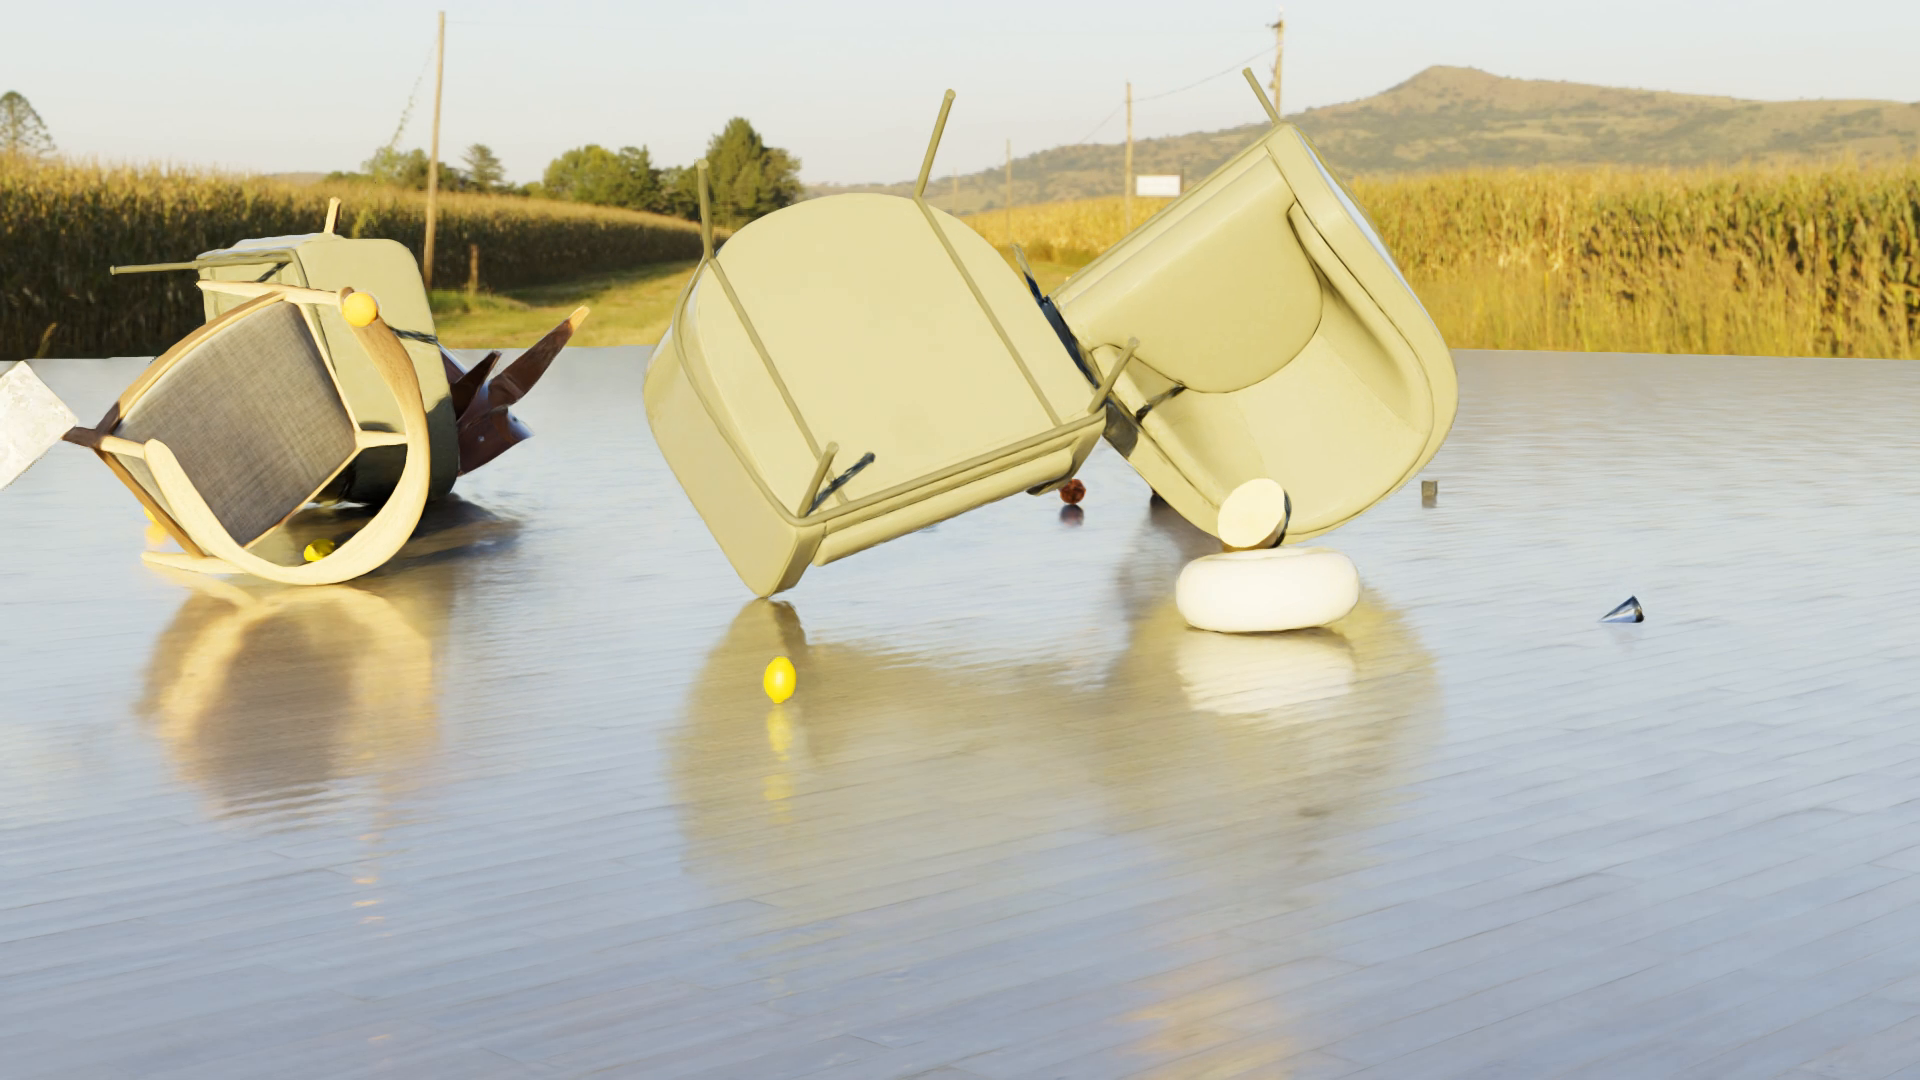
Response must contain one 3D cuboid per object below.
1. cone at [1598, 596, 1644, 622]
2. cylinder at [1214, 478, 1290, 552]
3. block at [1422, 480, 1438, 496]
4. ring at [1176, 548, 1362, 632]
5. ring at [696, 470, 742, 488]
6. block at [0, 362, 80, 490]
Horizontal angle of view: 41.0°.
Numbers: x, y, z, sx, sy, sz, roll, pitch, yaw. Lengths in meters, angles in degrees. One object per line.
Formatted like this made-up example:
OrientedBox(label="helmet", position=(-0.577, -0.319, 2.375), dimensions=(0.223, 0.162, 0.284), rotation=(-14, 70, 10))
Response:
OrientedBox(label="cone", position=(1.251, 0.144, 4.888), dimensions=(0.085, 0.054, 0.053), rotation=(-18, 15, -1))
OrientedBox(label="cylinder", position=(0.671, -0.047, 5.893), dimensions=(0.128, 0.180, 0.148), rotation=(46, -2, 22))
OrientedBox(label="block", position=(1.412, -0.157, 7.715), dimensions=(0.037, 0.044, 0.035), rotation=(3, 7, 30))
OrientedBox(label="ring", position=(0.579, 0.092, 4.824), dimensions=(0.348, 0.135, 0.345), rotation=(-4, 3, 10))
OrientedBox(label="ring", position=(-0.753, -0.189, 8.027), dimensions=(0.145, 0.046, 0.083), rotation=(-2, 11, 3))
OrientedBox(label="block", position=(-1.973, -0.218, 5.258), dimensions=(0.247, 0.163, 0.183), rotation=(-47, 19, -21))
